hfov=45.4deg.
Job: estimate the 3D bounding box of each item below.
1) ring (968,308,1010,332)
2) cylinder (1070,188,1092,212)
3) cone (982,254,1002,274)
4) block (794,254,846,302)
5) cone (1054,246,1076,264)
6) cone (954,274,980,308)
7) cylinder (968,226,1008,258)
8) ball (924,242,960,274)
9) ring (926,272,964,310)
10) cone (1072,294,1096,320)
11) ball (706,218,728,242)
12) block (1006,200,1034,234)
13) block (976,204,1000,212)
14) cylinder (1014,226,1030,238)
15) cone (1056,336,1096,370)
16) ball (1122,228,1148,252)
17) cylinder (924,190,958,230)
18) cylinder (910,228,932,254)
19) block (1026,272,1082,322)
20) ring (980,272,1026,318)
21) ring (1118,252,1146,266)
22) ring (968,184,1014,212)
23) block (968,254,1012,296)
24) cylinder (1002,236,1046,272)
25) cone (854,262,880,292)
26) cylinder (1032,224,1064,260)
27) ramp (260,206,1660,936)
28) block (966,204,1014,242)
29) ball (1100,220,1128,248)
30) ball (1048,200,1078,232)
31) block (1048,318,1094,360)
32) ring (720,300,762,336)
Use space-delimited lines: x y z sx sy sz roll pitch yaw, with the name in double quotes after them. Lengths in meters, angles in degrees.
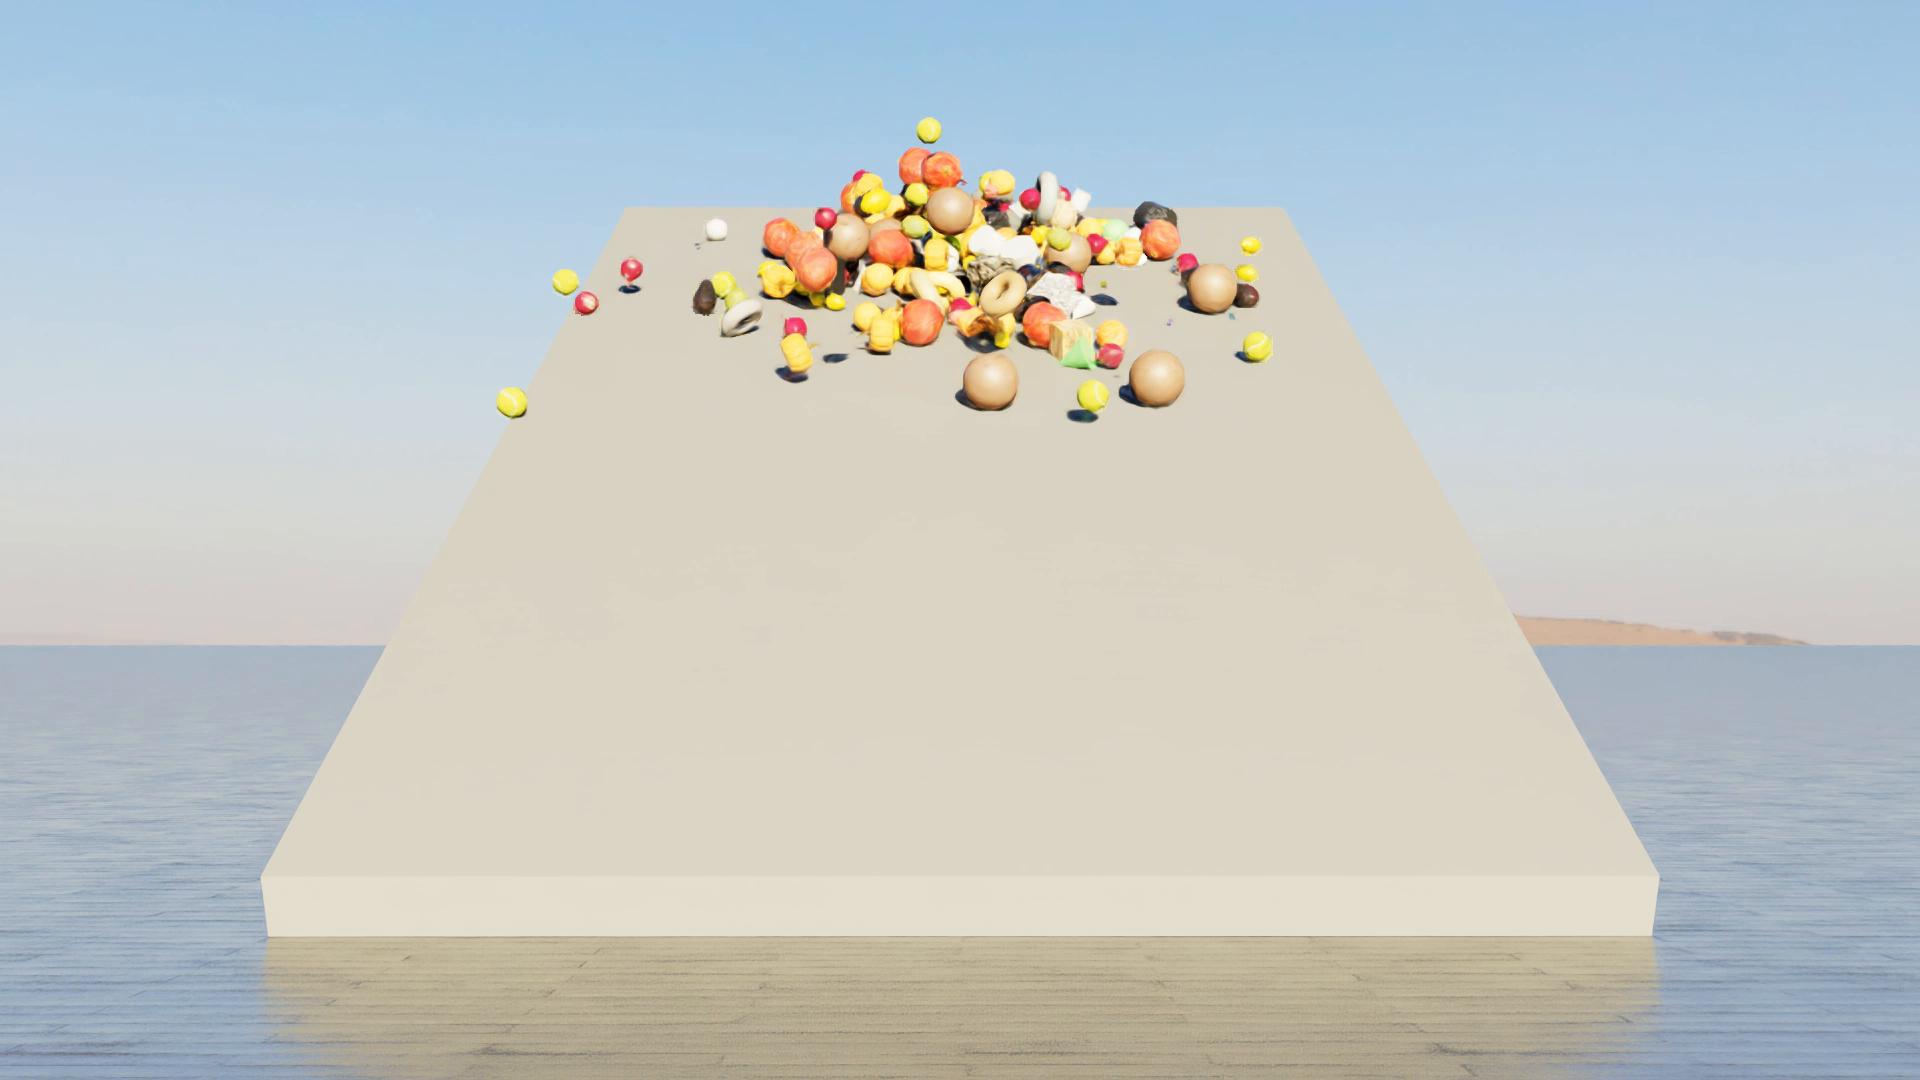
0.073 -0.562 5.805 0.113 0.038 0.113 -9 30 5 "ring"
0.351 -0.994 6.715 0.052 0.052 0.052 25 15 -7 "cylinder"
0.076 -0.717 5.920 0.050 0.050 0.050 13 2 18 "cone"
-0.370 -0.692 6.063 0.096 0.096 0.096 12 25 27 "block"
0.303 -0.779 6.374 0.059 0.059 0.059 -2 -23 44 "cone"
0.025 -0.640 6.008 0.089 0.089 0.089 -2 -12 43 "cone"
0.083 -0.800 6.273 0.087 0.087 0.087 -3 -30 47 "cylinder"
-0.050 -0.747 6.119 0.096 0.096 0.096 0 -2 0 "ball"
-0.050 -0.645 5.931 0.126 0.042 0.126 7 -35 5 "ring"
0.303 -0.584 5.887 0.063 0.063 0.063 28 -31 18 "cone"
-0.700 -0.891 6.596 0.065 0.065 0.065 0 -2 0 "ball"
0.167 -0.915 6.500 0.060 0.060 0.060 -34 -11 -39 "block"
0.083 -0.959 6.781 0.055 0.055 0.055 -10 24 -23 "block"
0.153 -0.910 6.625 0.081 0.081 0.081 -1 19 24 "cylinder"
0.269 -0.434 5.502 0.085 0.085 0.085 -20 -11 23 "cone"
0.493 -0.844 6.473 0.073 0.073 0.073 0 -2 0 "ball"
-0.054 -0.941 6.542 0.087 0.087 0.087 0 28 9 "cylinder"
-0.103 -0.805 6.175 0.061 0.061 0.061 -2 15 1 "cylinder"
0.235 -0.604 5.707 0.082 0.082 0.082 17 -33 49 "block"
0.102 -0.583 5.454 0.127 0.127 0.042 -2 -34 42 "ring"
0.480 -0.782 6.383 0.081 0.027 0.081 1 21 0 "ring"
0.095 -1.015 6.854 0.141 0.047 0.141 -9 -18 -3 "ring"
0.080 -0.698 6.087 0.089 0.089 0.089 12 26 27 "block"
0.172 -0.749 6.144 0.094 0.094 0.094 -1 -42 29 "cylinder"
-0.250 -0.709 6.134 0.074 0.074 0.074 0 22 0 "cone"
0.238 -0.831 6.389 0.075 0.075 0.075 25 -4 -2 "cylinder"
-0.006 -0.221 5.155 2.000 0.100 4.000 0 22 0 "ramp"
0.085 -0.879 6.497 0.086 0.086 0.086 -35 40 -19 "block"
0.441 -0.870 6.527 0.082 0.082 0.082 0 -2 0 "ball"
0.281 -0.900 6.381 0.090 0.090 0.090 0 -2 0 "ball"
0.269 -0.484 5.569 0.080 0.080 0.080 -9 24 -21 "block"
-0.543 -0.552 5.708 0.120 0.040 0.120 -35 -15 -11 "ring"
